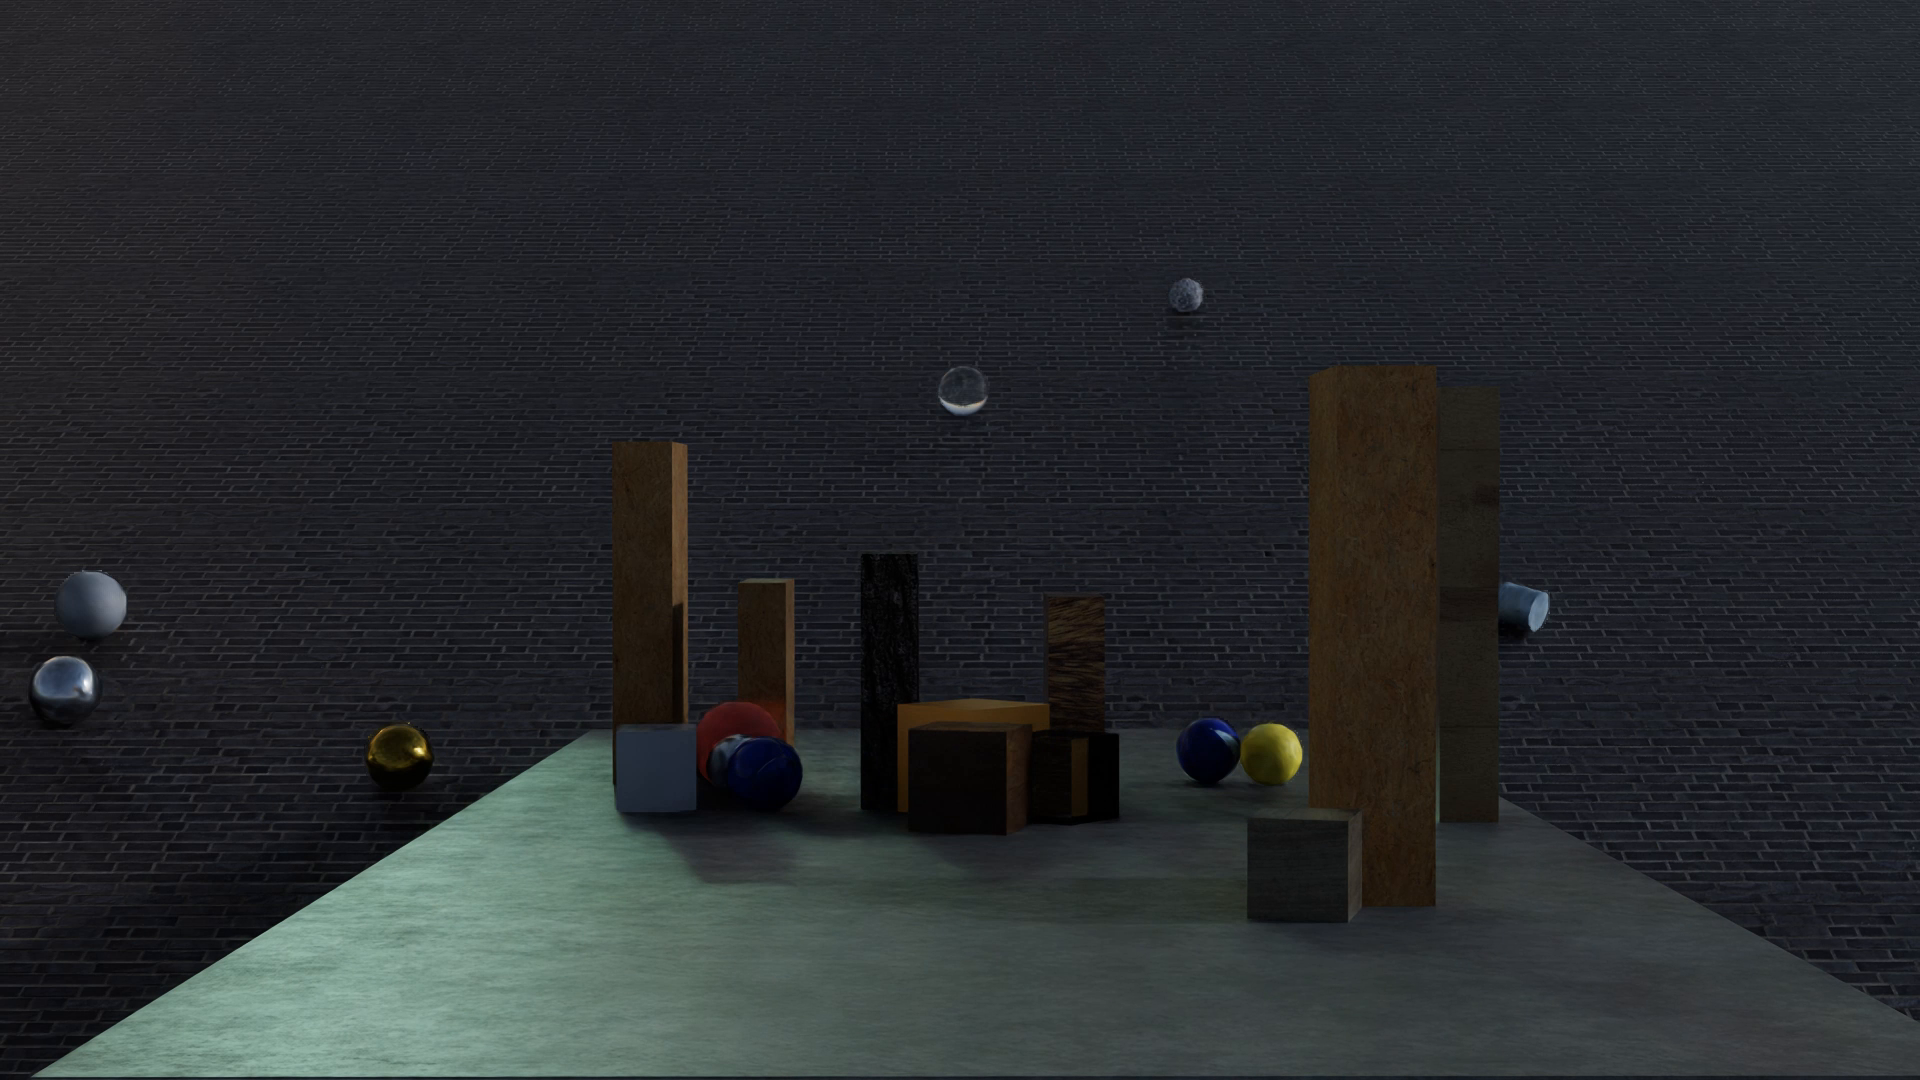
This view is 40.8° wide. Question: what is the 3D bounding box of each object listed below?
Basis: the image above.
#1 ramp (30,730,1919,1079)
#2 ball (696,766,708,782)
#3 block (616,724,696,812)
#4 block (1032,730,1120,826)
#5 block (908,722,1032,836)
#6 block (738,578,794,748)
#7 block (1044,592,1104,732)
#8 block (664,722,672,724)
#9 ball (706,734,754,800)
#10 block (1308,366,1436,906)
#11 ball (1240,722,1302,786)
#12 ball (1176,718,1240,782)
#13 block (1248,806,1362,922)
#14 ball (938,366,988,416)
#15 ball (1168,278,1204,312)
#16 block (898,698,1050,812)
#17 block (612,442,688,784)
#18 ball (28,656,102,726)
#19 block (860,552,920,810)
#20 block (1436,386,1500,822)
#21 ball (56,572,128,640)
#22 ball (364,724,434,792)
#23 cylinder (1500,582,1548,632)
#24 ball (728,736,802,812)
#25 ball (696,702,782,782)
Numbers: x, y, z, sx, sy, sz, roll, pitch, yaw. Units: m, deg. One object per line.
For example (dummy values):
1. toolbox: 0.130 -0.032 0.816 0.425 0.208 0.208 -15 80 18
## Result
1. ramp: 0.062 0.562 4.600 2.000 0.100 4.000 0 1 0
2. ball: -0.511 0.442 5.344 0.119 0.119 0.119 0 28 0
3. block: -0.578 0.432 4.916 0.151 0.151 0.151 0 1 -6
4. block: 0.185 0.433 4.727 0.154 0.154 0.154 1 1 37
5. block: 0.020 0.422 4.601 0.180 0.180 0.180 0 1 16
6. block: -0.401 0.293 5.375 0.097 0.416 0.288 0 1 0
7. block: 0.218 0.305 4.980 0.105 0.402 0.294 0 1 0
8. block: -0.617 0.431 5.227 0.112 0.112 0.112 -2 -1 -30
9. ball: -0.427 0.438 4.994 0.126 0.126 0.126 0 28 0
10. block: 0.609 0.135 3.834 0.142 0.773 0.290 0 1 0
11. ball: 0.636 0.438 5.285 0.128 0.128 0.128 0 28 0
12. ball: 0.514 0.434 5.343 0.134 0.134 0.134 0 28 0
13. block: 0.486 0.455 3.636 0.140 0.140 0.140 0 1 16
14. ball: 0.011 -0.488 8.466 0.166 0.166 0.166 0 28 0
15. ball: 0.810 -0.876 9.254 0.122 0.122 0.122 0 28 0
16. block: 0.025 0.408 4.836 0.201 0.201 0.201 -1 1 -44
17. block: -0.652 0.148 5.454 0.123 0.704 0.305 0 1 0
18. ball: -2.343 0.393 6.767 0.183 0.183 0.183 0 28 0
19. block: -0.134 0.265 5.007 0.106 0.482 0.271 0 1 0
20. block: 0.919 0.114 4.873 0.107 0.787 0.425 0 1 0
21. ball: -2.408 0.182 7.165 0.188 0.188 0.188 0 28 0
22. ball: -1.408 0.547 6.489 0.169 0.169 0.169 0 28 0
23. cylinder: 1.567 0.186 7.220 0.114 0.114 0.114 18 32 37
24. ball: -0.366 0.438 4.844 0.141 0.141 0.141 0 28 0
25. ball: -0.443 0.411 5.143 0.179 0.179 0.179 0 28 0
